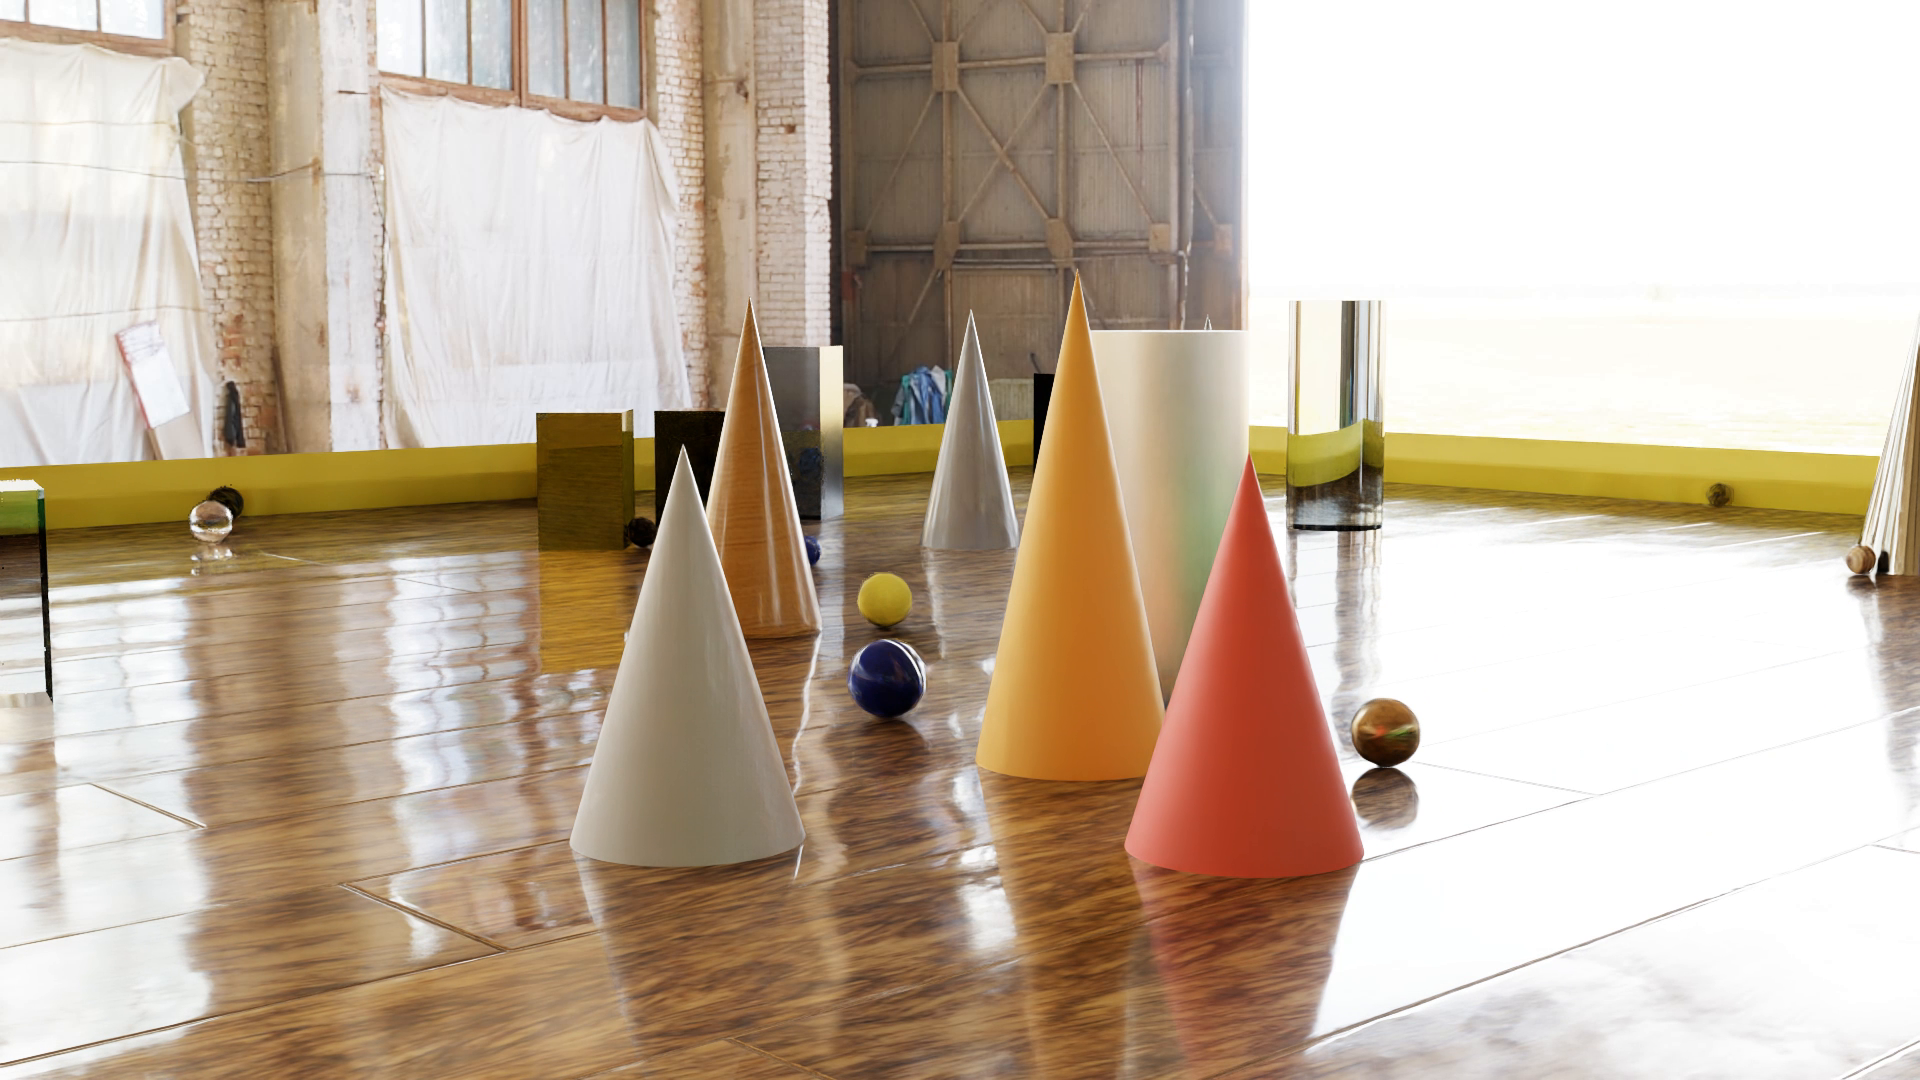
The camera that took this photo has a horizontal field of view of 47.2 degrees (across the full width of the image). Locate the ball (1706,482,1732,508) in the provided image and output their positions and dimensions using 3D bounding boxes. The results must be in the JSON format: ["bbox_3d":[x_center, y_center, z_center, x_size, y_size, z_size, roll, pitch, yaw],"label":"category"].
[{"bbox_3d":[1.727,-0.103,5.003,0.056,0.056,0.056,0,6,0],"label":"ball"}]

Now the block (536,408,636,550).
[{"bbox_3d":[-0.707,-0.117,4.168,0.159,0.257,0.159,0,6,-1],"label":"block"}]

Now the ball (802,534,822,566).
[{"bbox_3d":[-0.270,0.019,3.838,0.056,0.056,0.056,0,6,0],"label":"ball"}]

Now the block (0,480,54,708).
[{"bbox_3d":[-1.135,0.062,2.516,0.159,0.245,0.159,-3,7,-27],"label":"block"}]

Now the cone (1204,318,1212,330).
[{"bbox_3d":[0.429,-0.173,3.830,0.199,0.439,0.199,0,6,0],"label":"cone"}]

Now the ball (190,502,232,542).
[{"bbox_3d":[-1.445,-0.035,4.242,0.079,0.079,0.079,0,6,0],"label":"ball"}]

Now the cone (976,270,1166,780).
[{"bbox_3d":[0.114,-0.023,2.164,0.199,0.486,0.199,0,6,0],"label":"cone"}]

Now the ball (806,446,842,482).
[{"bbox_3d":[-0.357,-0.201,5.751,0.096,0.096,0.096,0,6,0],"label":"ball"}]

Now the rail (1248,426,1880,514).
[{"bbox_3d":[1.792,-0.138,4.977,0.045,0.129,4.241,-5,8,-42],"label":"rail"}]

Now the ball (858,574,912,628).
[{"bbox_3d":[-0.105,0.085,3.103,0.076,0.076,0.076,0,6,0],"label":"ball"}]

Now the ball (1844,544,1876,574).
[{"bbox_3d":[1.528,0.032,3.731,0.051,0.051,0.051,0,6,0],"label":"ball"}]

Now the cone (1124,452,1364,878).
[{"bbox_3d":[0.236,0.091,1.814,0.199,0.331,0.199,0,6,0],"label":"cone"}]

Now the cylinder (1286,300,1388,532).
[{"bbox_3d":[0.774,-0.259,4.524,0.199,0.466,0.199,0,6,0],"label":"cylinder"}]

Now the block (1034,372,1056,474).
[{"bbox_3d":[0.263,-0.188,4.570,0.159,0.315,0.159,-4,7,-31],"label":"block"}]

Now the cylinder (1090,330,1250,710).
[{"bbox_3d":[0.231,-0.029,2.532,0.199,0.421,0.199,0,6,0],"label":"cylinder"}]

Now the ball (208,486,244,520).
[{"bbox_3d":[-1.560,-0.077,4.670,0.074,0.074,0.074,0,6,0],"label":"ball"}]

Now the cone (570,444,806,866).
[{"bbox_3d":[-0.231,0.086,1.848,0.199,0.335,0.199,0,6,0],"label":"cone"}]

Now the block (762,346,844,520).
[{"bbox_3d":[-0.353,-0.235,4.767,0.159,0.368,0.159,2,6,14],"label":"block"}]

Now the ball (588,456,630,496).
[{"bbox_3d":[-0.847,-0.154,5.301,0.097,0.097,0.097,0,6,0],"label":"ball"}]

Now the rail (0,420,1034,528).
[{"bbox_3d":[-1.422,-0.126,4.864,4.925,0.129,0.045,-5,8,-42],"label":"rail"}]

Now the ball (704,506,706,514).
[{"bbox_3d":[-0.486,-0.023,4.101,0.085,0.085,0.085,0,6,0],"label":"ball"}]

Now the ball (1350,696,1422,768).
[{"bbox_3d":[0.417,0.187,2.153,0.069,0.069,0.069,0,6,0],"label":"ball"}]

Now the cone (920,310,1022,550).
[{"bbox_3d":[0.021,-0.215,4.185,0.199,0.448,0.199,0,6,0],"label":"cone"}]

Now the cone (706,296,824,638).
[{"bbox_3d":[-0.292,-0.108,3.072,0.199,0.467,0.199,0,6,0],"label":"cone"}]

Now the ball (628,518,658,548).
[{"bbox_3d":[-0.600,-0.014,4.157,0.055,0.055,0.055,0,6,0],"label":"ball"}]

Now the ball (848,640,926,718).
[{"bbox_3d":[-0.080,0.152,2.410,0.086,0.086,0.086,0,6,0],"label":"ball"}]

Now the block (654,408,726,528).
[{"bbox_3d":[-0.530,-0.149,4.549,0.159,0.242,0.159,1,6,10],"label":"block"}]

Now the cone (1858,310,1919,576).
[{"bbox_3d":[1.649,-0.196,3.775,0.199,0.495,0.199,0,6,0],"label":"cone"}]
